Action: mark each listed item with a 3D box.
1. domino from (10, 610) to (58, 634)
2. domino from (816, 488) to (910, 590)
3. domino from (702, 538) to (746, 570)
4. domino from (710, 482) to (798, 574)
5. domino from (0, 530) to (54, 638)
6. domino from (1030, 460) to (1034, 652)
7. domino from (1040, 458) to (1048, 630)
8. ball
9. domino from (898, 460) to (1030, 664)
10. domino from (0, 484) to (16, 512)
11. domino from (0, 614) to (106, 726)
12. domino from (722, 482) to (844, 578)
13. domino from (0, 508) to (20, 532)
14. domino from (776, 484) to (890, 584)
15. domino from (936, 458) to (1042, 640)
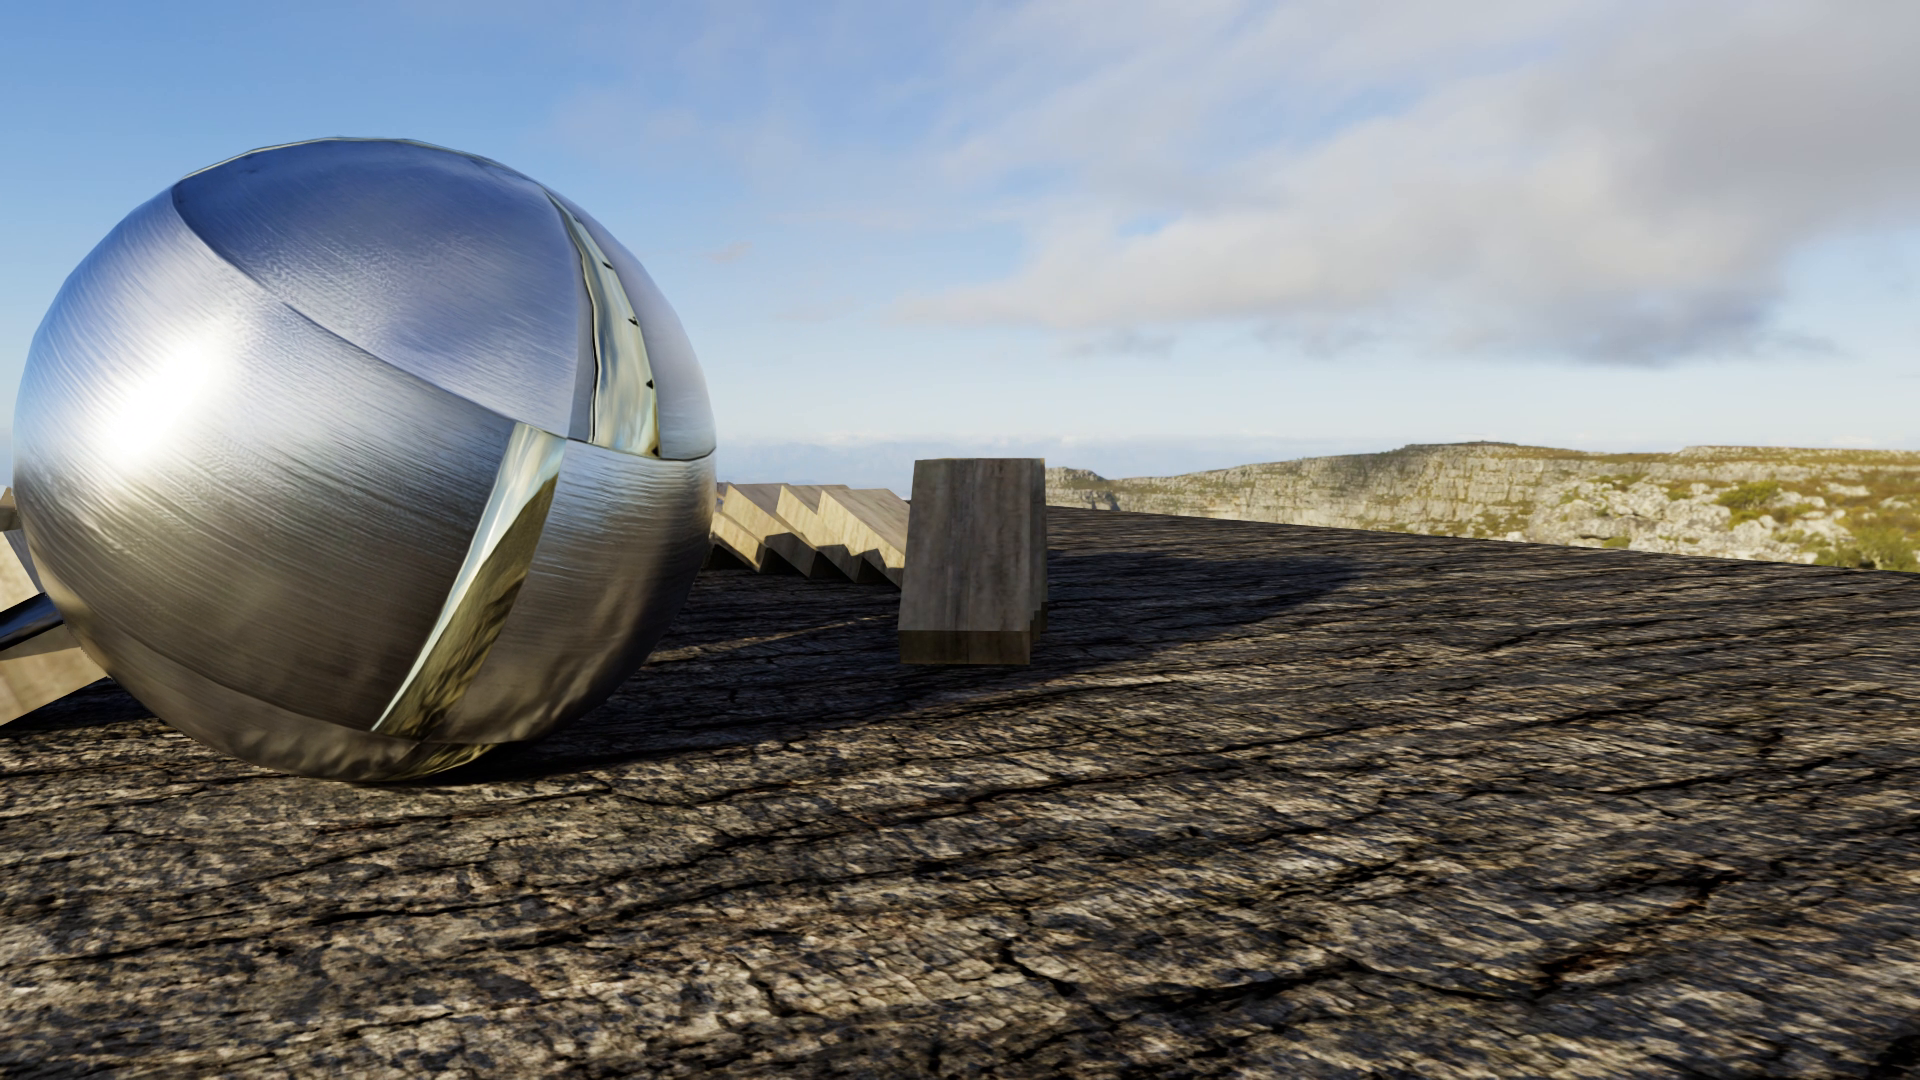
[{"bbox_3d":[-0.227,0.016,0.287,0.025,0.009,0.050,2,5,23],"label":"domino"},{"bbox_3d":[-0.020,-0.001,0.393,0.025,0.010,0.050,-3,28,-39],"label":"domino"},{"bbox_3d":[-0.097,-0.006,0.455,0.050,0.009,0.025,30,19,27],"label":"domino"},{"bbox_3d":[-0.075,-0.005,0.444,0.050,0.009,0.025,32,22,32],"label":"domino"},{"bbox_3d":[-0.152,0.013,0.186,0.050,0.009,0.025,-27,8,-3],"label":"domino"},{"bbox_3d":[0.003,0.002,0.278,0.025,0.009,0.050,0,44,3],"label":"domino"},{"bbox_3d":[0.008,0.000,0.308,0.025,0.009,0.050,0,44,3],"label":"domino"},{"bbox_3d":[-0.071,-0.010,0.164,0.080,0.080,0.080,0,4,0],"label":"ball"},{"bbox_3d":[0.002,0.003,0.263,0.025,0.009,0.050,0,44,3],"label":"domino"},{"bbox_3d":[-0.282,-0.003,0.413,0.050,0.009,0.025,29,-16,-39],"label":"domino"},{"bbox_3d":[-0.131,0.013,0.203,0.050,0.009,0.025,-30,19,-26],"label":"domino"},{"bbox_3d":[-0.054,-0.004,0.430,0.025,0.009,0.050,-4,30,-46],"label":"domino"},{"bbox_3d":[-0.219,0.005,0.310,0.025,0.010,0.050,2,-20,22],"label":"domino"},{"bbox_3d":[-0.035,-0.003,0.414,0.025,0.009,0.050,-3,29,-39],"label":"domino"},{"bbox_3d":[0.006,0.001,0.293,0.025,0.009,0.050,1,44,3],"label":"domino"}]
